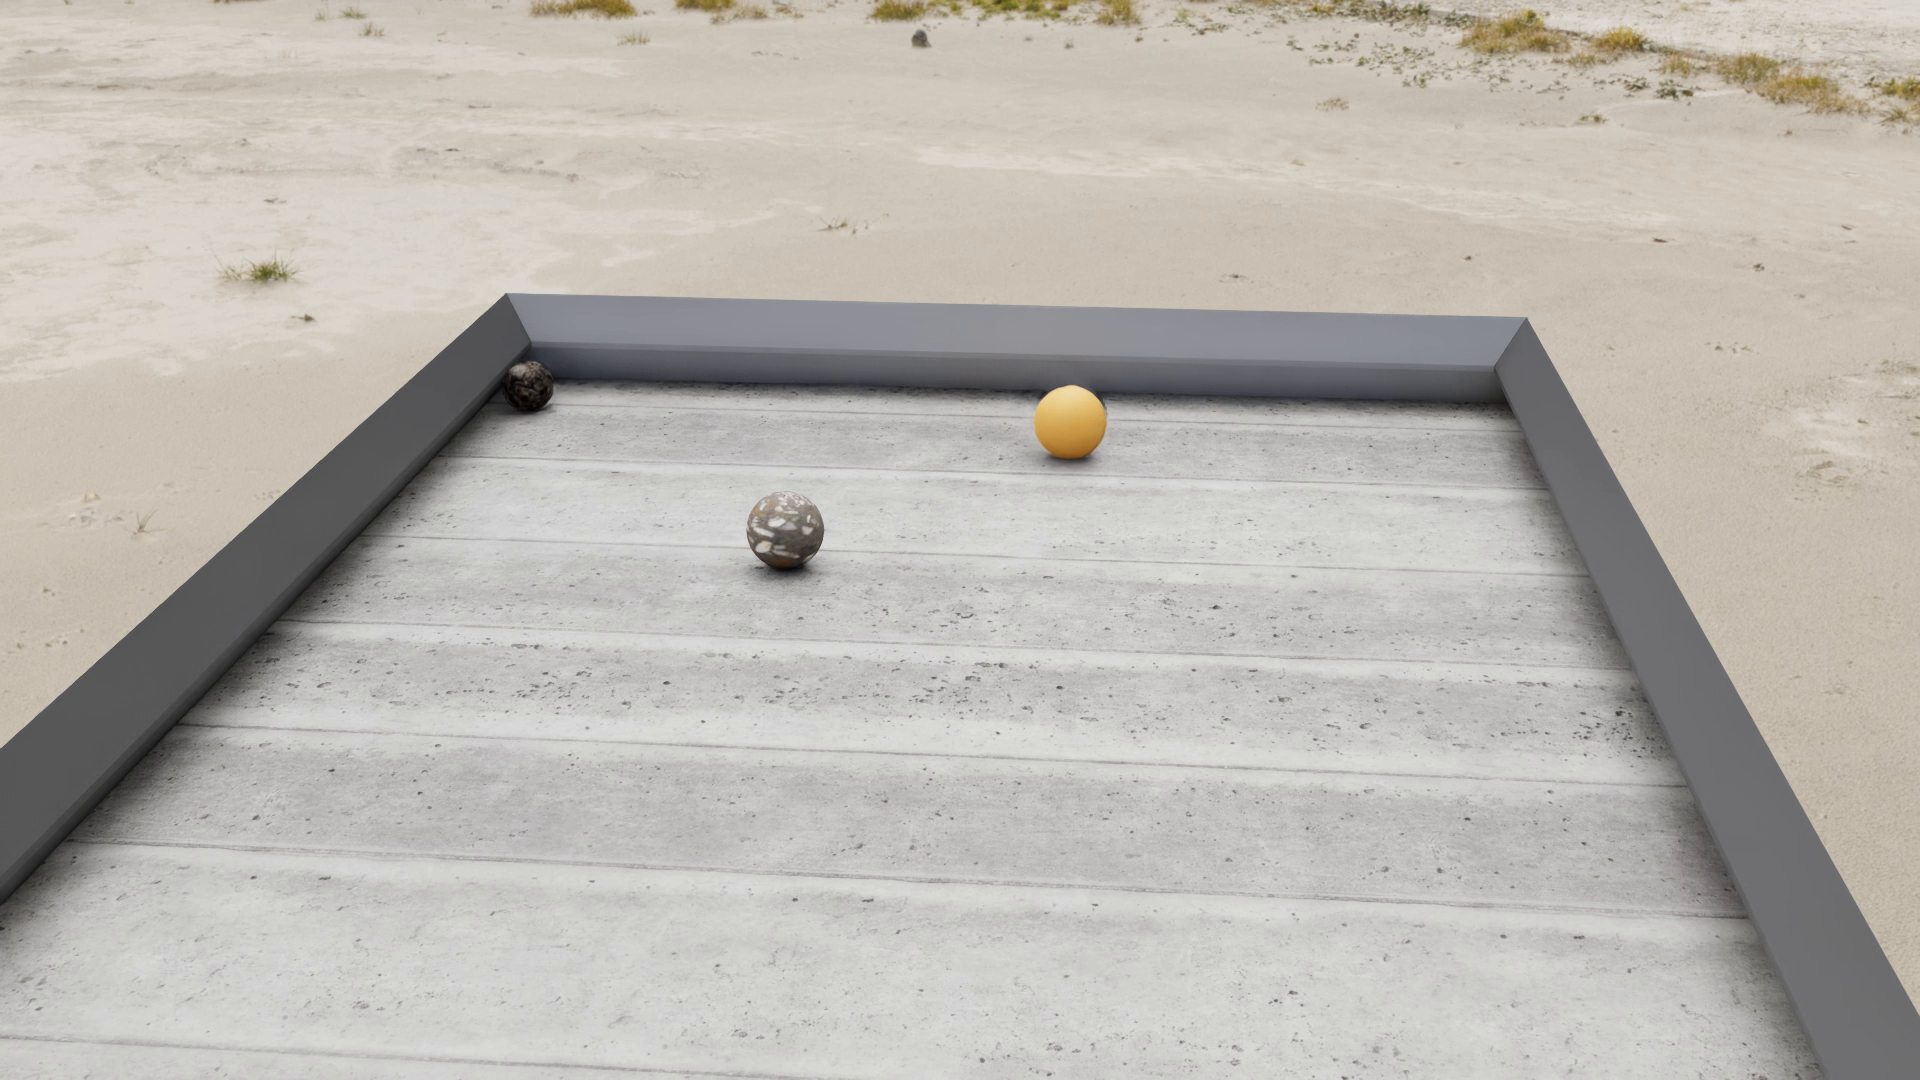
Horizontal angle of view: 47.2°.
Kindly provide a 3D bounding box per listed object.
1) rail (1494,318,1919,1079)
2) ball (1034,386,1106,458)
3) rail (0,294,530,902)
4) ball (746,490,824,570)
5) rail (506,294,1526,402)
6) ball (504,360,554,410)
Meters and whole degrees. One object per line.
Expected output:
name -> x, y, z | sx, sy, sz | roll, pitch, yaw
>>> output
rail -> 0.609, 0.258, 1.665 | 0.045, 0.118, 2.796 | 2, 21, 5
ball -> 0.139, -0.148, 2.757 | 0.091, 0.091, 0.091 | 0, 21, 0
rail -> -0.736, 0.214, 1.780 | 0.045, 0.118, 2.796 | 2, 21, 5
ball -> -0.191, -0.011, 2.410 | 0.086, 0.086, 0.086 | 0, 21, 0
rail -> 0.061, -0.257, 2.999 | 1.398, 0.118, 0.045 | 2, 21, 5
ball -> -0.577, -0.207, 2.944 | 0.066, 0.066, 0.066 | 0, 21, 0
